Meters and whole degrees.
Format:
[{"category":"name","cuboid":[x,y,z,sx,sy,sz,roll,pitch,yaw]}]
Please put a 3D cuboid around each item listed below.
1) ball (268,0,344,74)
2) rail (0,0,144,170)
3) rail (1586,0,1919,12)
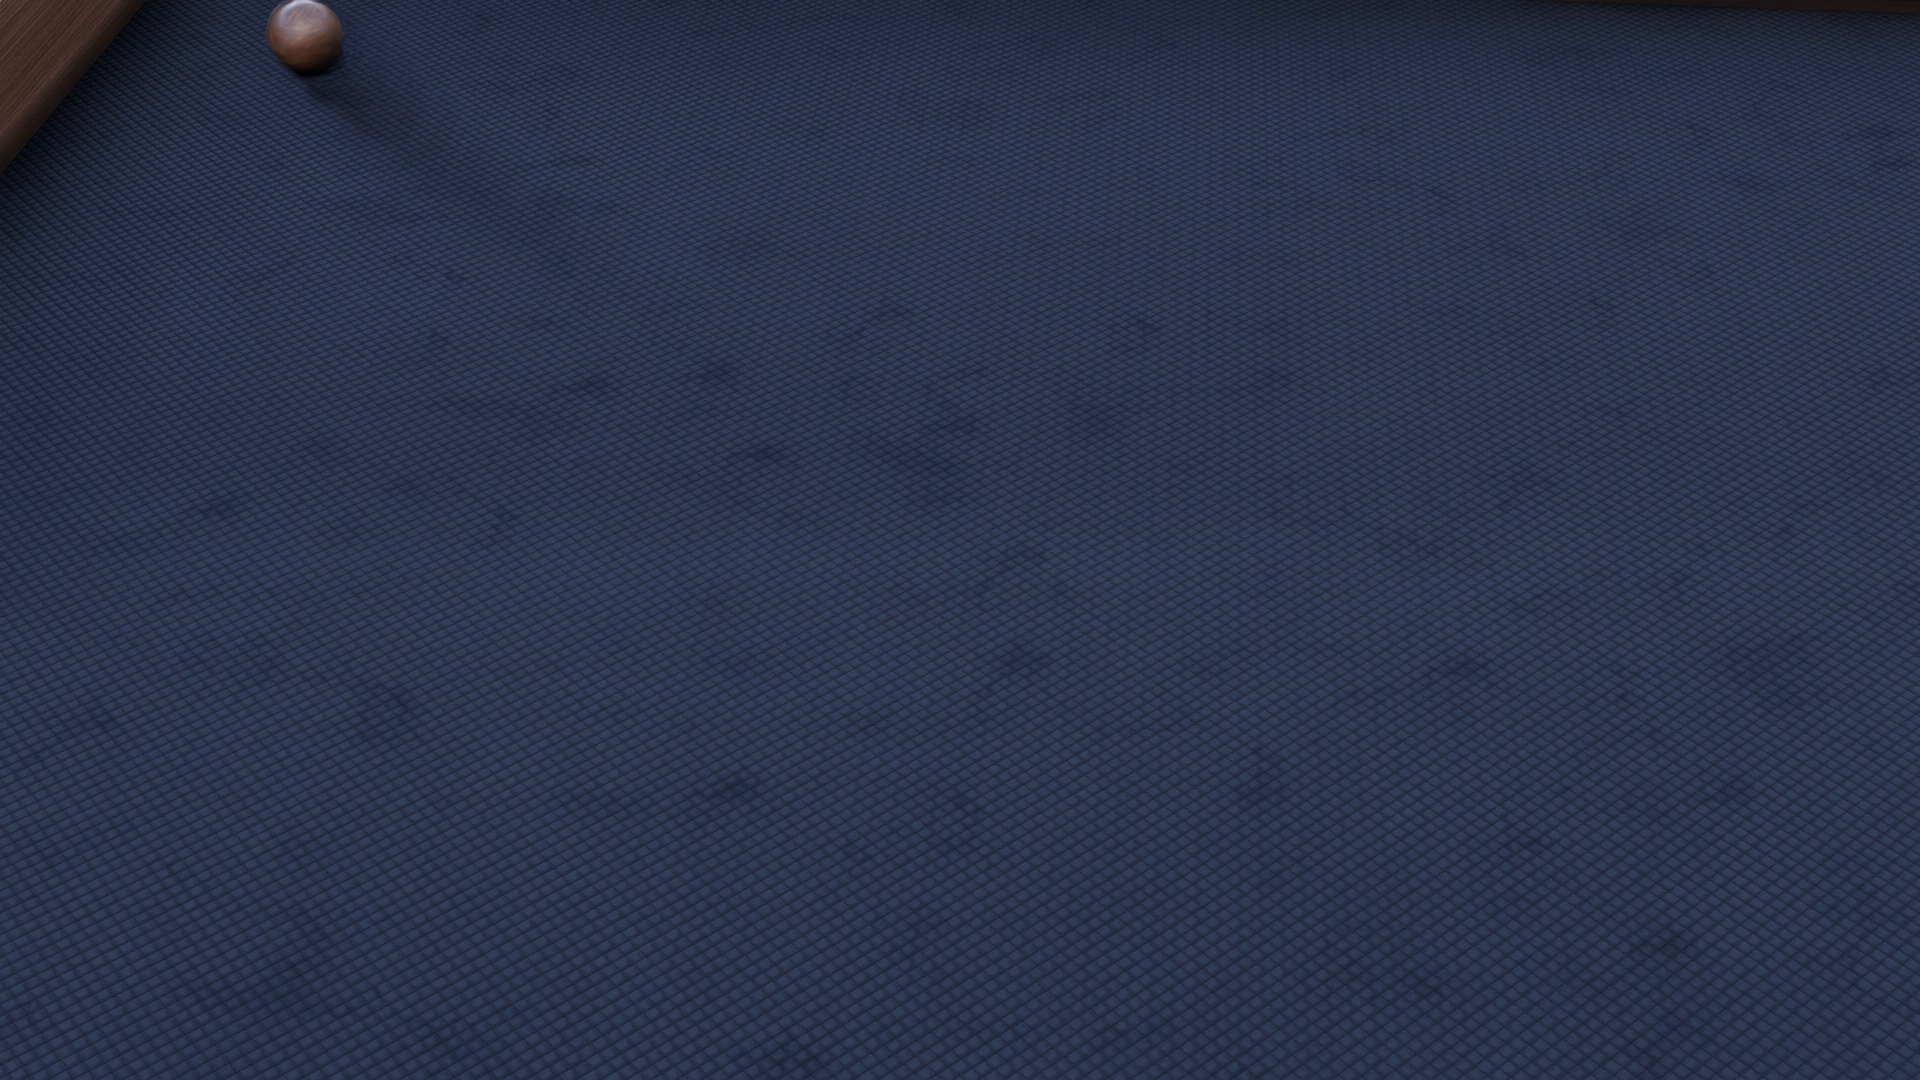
[{"category":"ball","cuboid":[-0.615,-0.474,2.414,0.069,0.069,0.069,0,36,0]},{"category":"rail","cuboid":[-0.870,-0.074,1.803,0.045,0.128,2.026,3,36,4]},{"category":"rail","cuboid":[0.979,-0.559,2.480,3.587,0.128,0.045,3,36,4]}]
